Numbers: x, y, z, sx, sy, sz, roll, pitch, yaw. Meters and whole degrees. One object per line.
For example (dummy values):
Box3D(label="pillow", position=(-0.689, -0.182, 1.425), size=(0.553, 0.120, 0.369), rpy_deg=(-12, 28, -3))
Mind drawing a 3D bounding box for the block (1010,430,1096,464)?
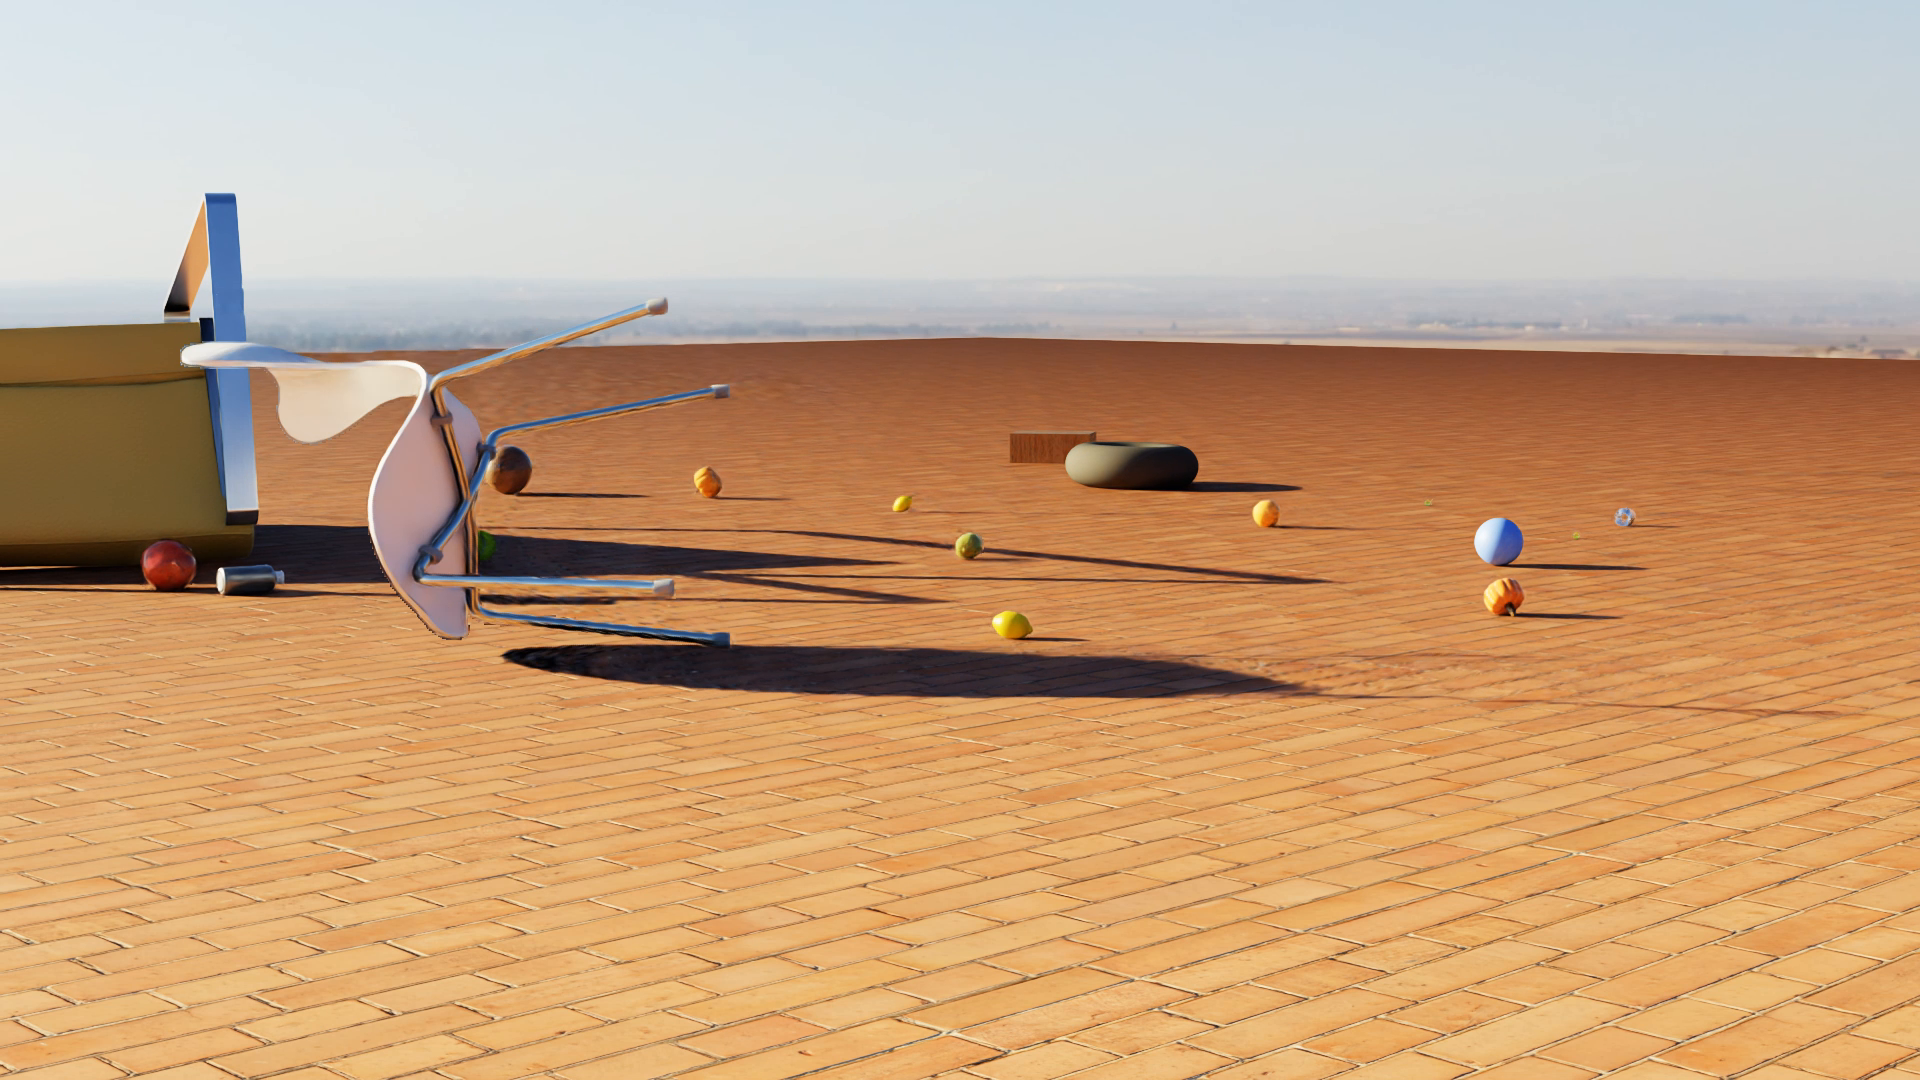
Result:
Box3D(label="block", position=(0.331, -0.330, 9.110), size=(0.284, 0.104, 0.175), rpy_deg=(1, 6, 11))

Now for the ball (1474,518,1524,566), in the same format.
Box3D(label="ball", position=(1.228, 0.004, 5.842), size=(0.109, 0.109, 0.109), rpy_deg=(0, 6, 0))

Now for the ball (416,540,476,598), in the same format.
Box3D(label="ball", position=(-1.050, 0.060, 5.241), size=(0.120, 0.120, 0.120), rpy_deg=(0, 6, 0))

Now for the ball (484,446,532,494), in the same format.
Box3D(label="ball", position=(-1.366, -0.212, 7.753), size=(0.149, 0.149, 0.149), rpy_deg=(0, 6, 0))

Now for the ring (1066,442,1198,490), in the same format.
Box3D(label="ring", position=(0.540, -0.235, 8.068), size=(0.431, 0.132, 0.391), rpy_deg=(5, 7, 37))
